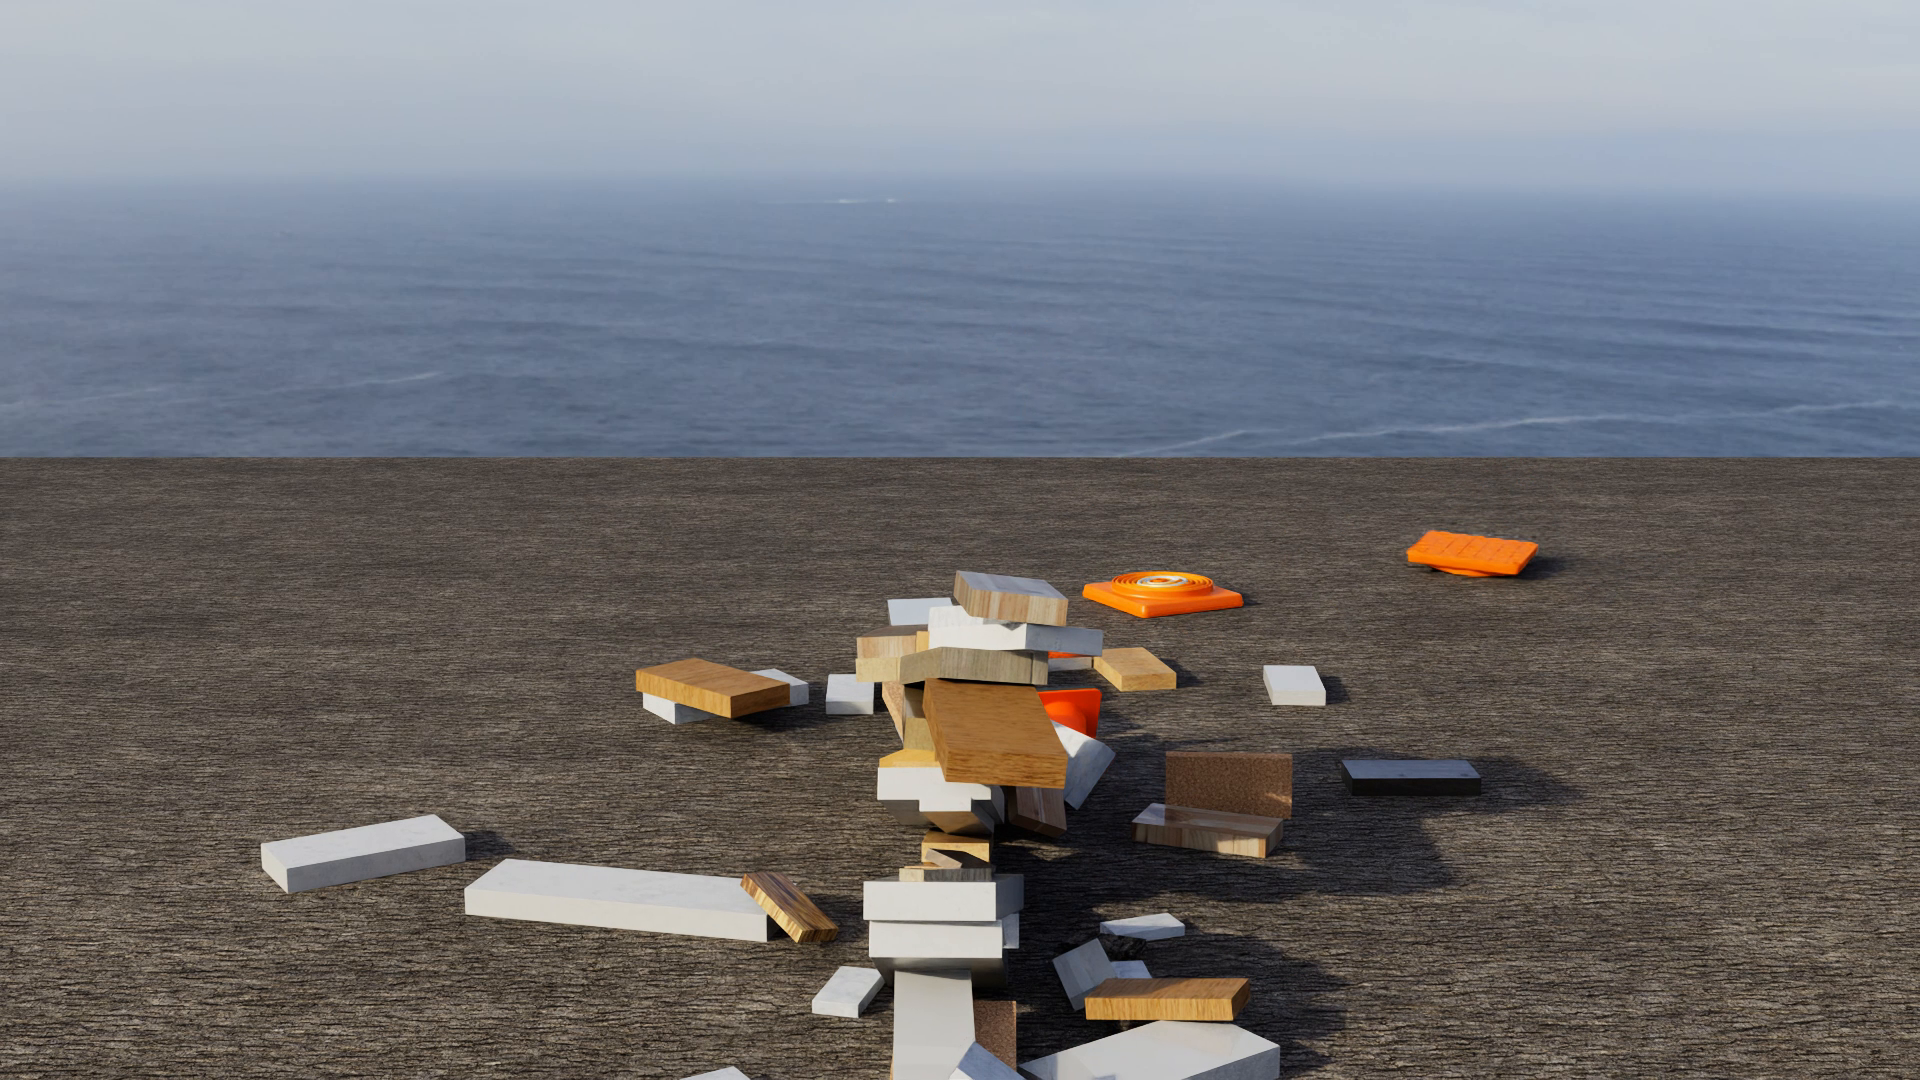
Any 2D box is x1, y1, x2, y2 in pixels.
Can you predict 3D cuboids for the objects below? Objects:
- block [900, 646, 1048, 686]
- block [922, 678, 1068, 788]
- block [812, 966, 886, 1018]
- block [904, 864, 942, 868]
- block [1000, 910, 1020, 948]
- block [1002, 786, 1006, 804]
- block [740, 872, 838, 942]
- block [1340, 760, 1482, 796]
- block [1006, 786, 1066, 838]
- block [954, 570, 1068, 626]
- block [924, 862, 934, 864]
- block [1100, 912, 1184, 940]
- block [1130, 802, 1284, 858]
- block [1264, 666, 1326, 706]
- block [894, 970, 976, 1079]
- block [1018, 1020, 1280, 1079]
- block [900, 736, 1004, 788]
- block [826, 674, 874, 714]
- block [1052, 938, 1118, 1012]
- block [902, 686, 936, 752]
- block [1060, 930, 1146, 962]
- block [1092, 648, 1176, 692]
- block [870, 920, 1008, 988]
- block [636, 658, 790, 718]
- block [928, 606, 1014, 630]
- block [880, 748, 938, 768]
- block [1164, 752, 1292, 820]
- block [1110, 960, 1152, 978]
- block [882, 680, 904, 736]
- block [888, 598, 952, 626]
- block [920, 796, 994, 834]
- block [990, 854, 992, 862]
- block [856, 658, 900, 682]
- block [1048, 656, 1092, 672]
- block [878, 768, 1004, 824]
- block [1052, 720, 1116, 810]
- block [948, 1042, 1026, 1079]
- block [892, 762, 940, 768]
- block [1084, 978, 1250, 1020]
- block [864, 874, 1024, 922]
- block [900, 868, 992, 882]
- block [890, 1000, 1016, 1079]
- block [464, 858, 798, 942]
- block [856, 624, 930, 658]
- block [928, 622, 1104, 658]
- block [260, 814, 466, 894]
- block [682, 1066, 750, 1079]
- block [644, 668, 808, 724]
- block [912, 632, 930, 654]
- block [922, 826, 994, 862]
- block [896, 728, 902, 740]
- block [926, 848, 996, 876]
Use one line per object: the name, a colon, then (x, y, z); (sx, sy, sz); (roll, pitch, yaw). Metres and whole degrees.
block: (0.018, 0.221, 3.742); (0.179, 0.051, 0.357); (5, -7, -12)
block: (0.049, 0.297, 3.420); (0.179, 0.051, 0.357); (4, 13, -8)
block: (-0.162, 0.662, 3.227); (0.069, 0.020, 0.138); (3, 11, 14)
block: (-0.033, 0.472, 3.131); (0.057, 0.016, 0.113); (-2, -7, 18)
block: (0.002, 0.577, 3.397); (0.177, 0.050, 0.355); (0, -2, 1)
block: (-0.001, 0.410, 4.294); (0.175, 0.050, 0.350); (1, 21, -1)
block: (-0.270, 0.579, 3.475); (0.079, 0.022, 0.158); (7, 22, -47)
block: (0.873, 0.461, 4.267); (0.247, 0.035, 0.123); (0, 11, 0)
block: (0.134, 0.437, 3.994); (0.103, 0.029, 0.207); (21, 40, -24)
block: (0.081, 0.095, 3.651); (0.154, 0.044, 0.309); (6, 4, -5)
block: (-0.003, 0.547, 3.597); (0.106, 0.030, 0.212); (0, -13, 1)
block: (0.289, 0.616, 3.483); (0.120, 0.017, 0.060); (-4, 11, -21)
block: (0.444, 0.520, 3.949); (0.247, 0.035, 0.123); (4, 11, 22)
block: (0.757, 0.329, 4.986); (0.116, 0.033, 0.232); (0, 11, 3)
block: (-0.031, 0.676, 2.750); (0.105, 0.030, 0.615); (0, 12, -1)
block: (0.252, 0.706, 2.920); (0.321, 0.046, 0.161); (-8, 13, -36)
block: (-0.022, 0.380, 4.231); (0.168, 0.048, 0.336); (-1, 21, -9)
block: (-0.244, 0.344, 4.914); (0.103, 0.029, 0.241); (0, 11, -2)
block: (0.187, 0.641, 3.251); (0.077, 0.022, 0.154); (-25, 12, -2)
block: (-0.007, 0.303, 3.742); (0.179, 0.051, 0.421); (5, 4, -2)
block: (0.223, 0.629, 3.410); (0.120, 0.017, 0.060); (4, 11, 20)
block: (0.402, 0.300, 5.128); (0.130, 0.037, 0.259); (-2, 11, -12)
block: (-0.025, 0.586, 3.104); (0.177, 0.050, 0.355); (0, -18, 3)
block: (-0.536, 0.318, 4.755); (0.163, 0.046, 0.326); (-10, 15, -44)
block: (0.062, 0.143, 3.878); (0.150, 0.043, 0.301); (5, -5, -18)
block: (-0.012, 0.394, 3.864); (0.172, 0.049, 0.344); (4, -13, -17)
block: (0.497, 0.455, 4.078); (0.232, 0.116, 0.033); (1, 11, 4)
block: (0.246, 0.659, 3.237); (0.077, 0.022, 0.154); (-1, 11, -7)
block: (-0.058, 0.349, 4.195); (0.116, 0.033, 0.334); (-3, 21, -13)
block: (-0.082, 0.230, 5.289); (0.163, 0.046, 0.944); (-2, 7, -3)
block: (-0.002, 0.431, 3.435); (0.077, 0.022, 0.316); (-1, -14, 7)
block: (0.000, 0.533, 3.745); (0.106, 0.030, 0.212); (0, -4, 2)
block: (-0.102, 0.268, 4.571); (0.168, 0.048, 0.336); (-3, -4, 8)
block: (0.205, 0.267, 5.307); (0.130, 0.037, 0.259); (-4, 11, -21)
block: (-0.025, 0.409, 3.495); (0.172, 0.049, 0.344); (-1, -14, 5)
block: (0.184, 0.423, 4.233); (0.037, 0.130, 0.259); (41, -11, -28)
block: (0.084, 0.699, 2.673); (0.210, 0.030, 0.105); (35, 11, 7)
block: (-0.020, 0.440, 3.847); (0.172, 0.049, 0.474); (0, -12, 1)
block: (0.291, 0.643, 3.082); (0.210, 0.030, 0.105); (-4, 3, 21)
block: (-0.017, 0.501, 3.099); (0.177, 0.050, 0.355); (-1, -7, 8)
block: (-0.020, 0.456, 3.001); (0.113, 0.016, 0.057); (5, -8, -36)
block: (-0.014, 0.758, 2.551); (0.161, 0.046, 0.966); (1, 12, 1)
block: (-0.534, 0.584, 3.580); (0.515, 0.044, 0.154); (3, 11, 14)
block: (-0.113, 0.221, 4.828); (0.168, 0.048, 0.336); (-3, 2, 8)
block: (0.090, 0.170, 3.669); (0.150, 0.043, 0.301); (7, -8, -31)
block: (-1.033, 0.542, 3.810); (0.309, 0.044, 0.154); (-7, 12, -32)
block: (-0.252, 0.742, 2.788); (0.079, 0.022, 0.316); (-7, 12, -31)
block: (-0.517, 0.344, 4.866); (0.326, 0.046, 0.163); (-7, 12, -32)
block: (-0.012, 0.227, 4.040); (0.150, 0.043, 0.301); (2, -16, -4)
block: (-0.002, 0.495, 3.577); (0.106, 0.030, 0.212); (0, -1, 3)
block: (-0.026, 0.404, 4.534); (0.175, 0.050, 0.350); (-2, 11, -8)
block: (0.002, 0.457, 3.118); (0.057, 0.016, 0.113); (21, 0, 28)
